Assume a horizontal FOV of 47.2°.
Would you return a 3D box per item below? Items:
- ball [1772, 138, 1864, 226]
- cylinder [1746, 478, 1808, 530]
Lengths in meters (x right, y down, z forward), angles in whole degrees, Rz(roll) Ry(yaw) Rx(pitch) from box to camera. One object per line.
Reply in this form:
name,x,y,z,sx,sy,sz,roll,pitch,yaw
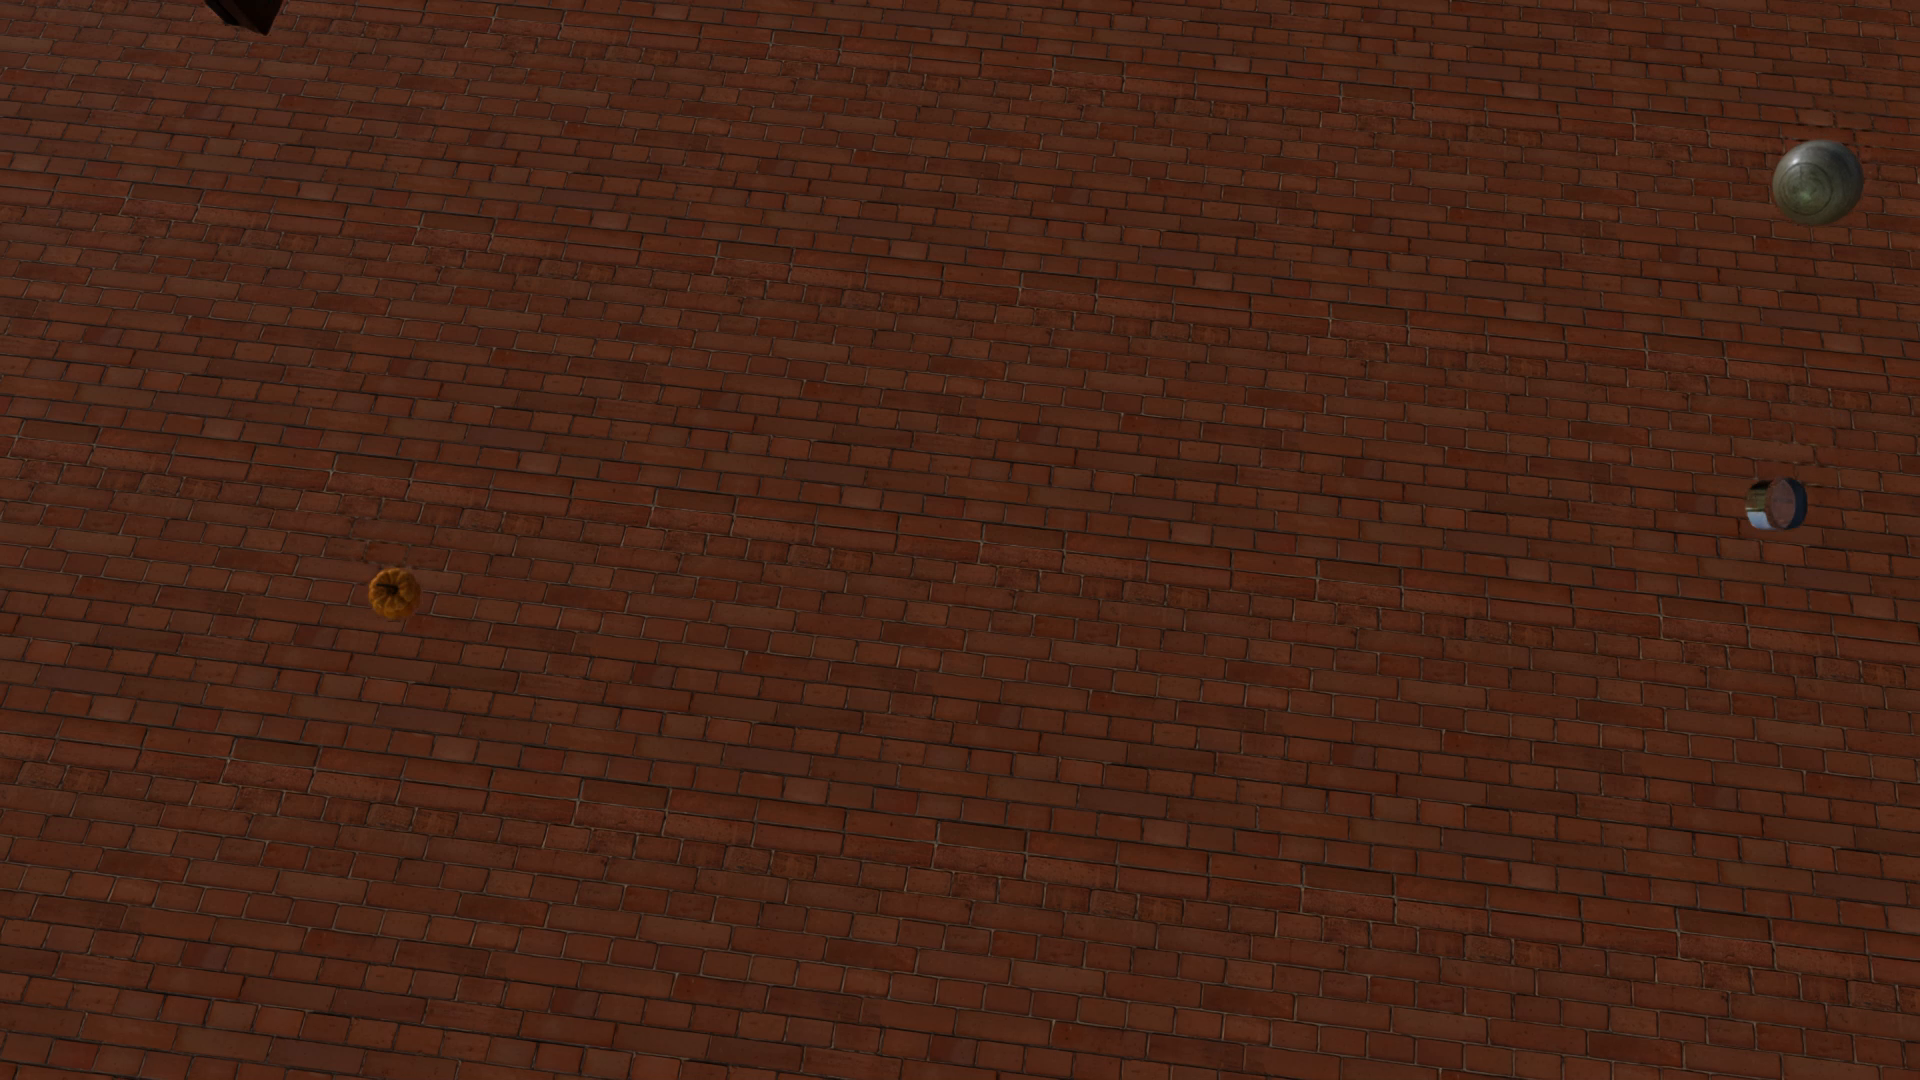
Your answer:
ball,1.922,-0.801,4.925,0.193,0.193,0.193,0,56,0
cylinder,1.460,-0.064,3.930,0.090,0.057,0.094,45,70,-19
